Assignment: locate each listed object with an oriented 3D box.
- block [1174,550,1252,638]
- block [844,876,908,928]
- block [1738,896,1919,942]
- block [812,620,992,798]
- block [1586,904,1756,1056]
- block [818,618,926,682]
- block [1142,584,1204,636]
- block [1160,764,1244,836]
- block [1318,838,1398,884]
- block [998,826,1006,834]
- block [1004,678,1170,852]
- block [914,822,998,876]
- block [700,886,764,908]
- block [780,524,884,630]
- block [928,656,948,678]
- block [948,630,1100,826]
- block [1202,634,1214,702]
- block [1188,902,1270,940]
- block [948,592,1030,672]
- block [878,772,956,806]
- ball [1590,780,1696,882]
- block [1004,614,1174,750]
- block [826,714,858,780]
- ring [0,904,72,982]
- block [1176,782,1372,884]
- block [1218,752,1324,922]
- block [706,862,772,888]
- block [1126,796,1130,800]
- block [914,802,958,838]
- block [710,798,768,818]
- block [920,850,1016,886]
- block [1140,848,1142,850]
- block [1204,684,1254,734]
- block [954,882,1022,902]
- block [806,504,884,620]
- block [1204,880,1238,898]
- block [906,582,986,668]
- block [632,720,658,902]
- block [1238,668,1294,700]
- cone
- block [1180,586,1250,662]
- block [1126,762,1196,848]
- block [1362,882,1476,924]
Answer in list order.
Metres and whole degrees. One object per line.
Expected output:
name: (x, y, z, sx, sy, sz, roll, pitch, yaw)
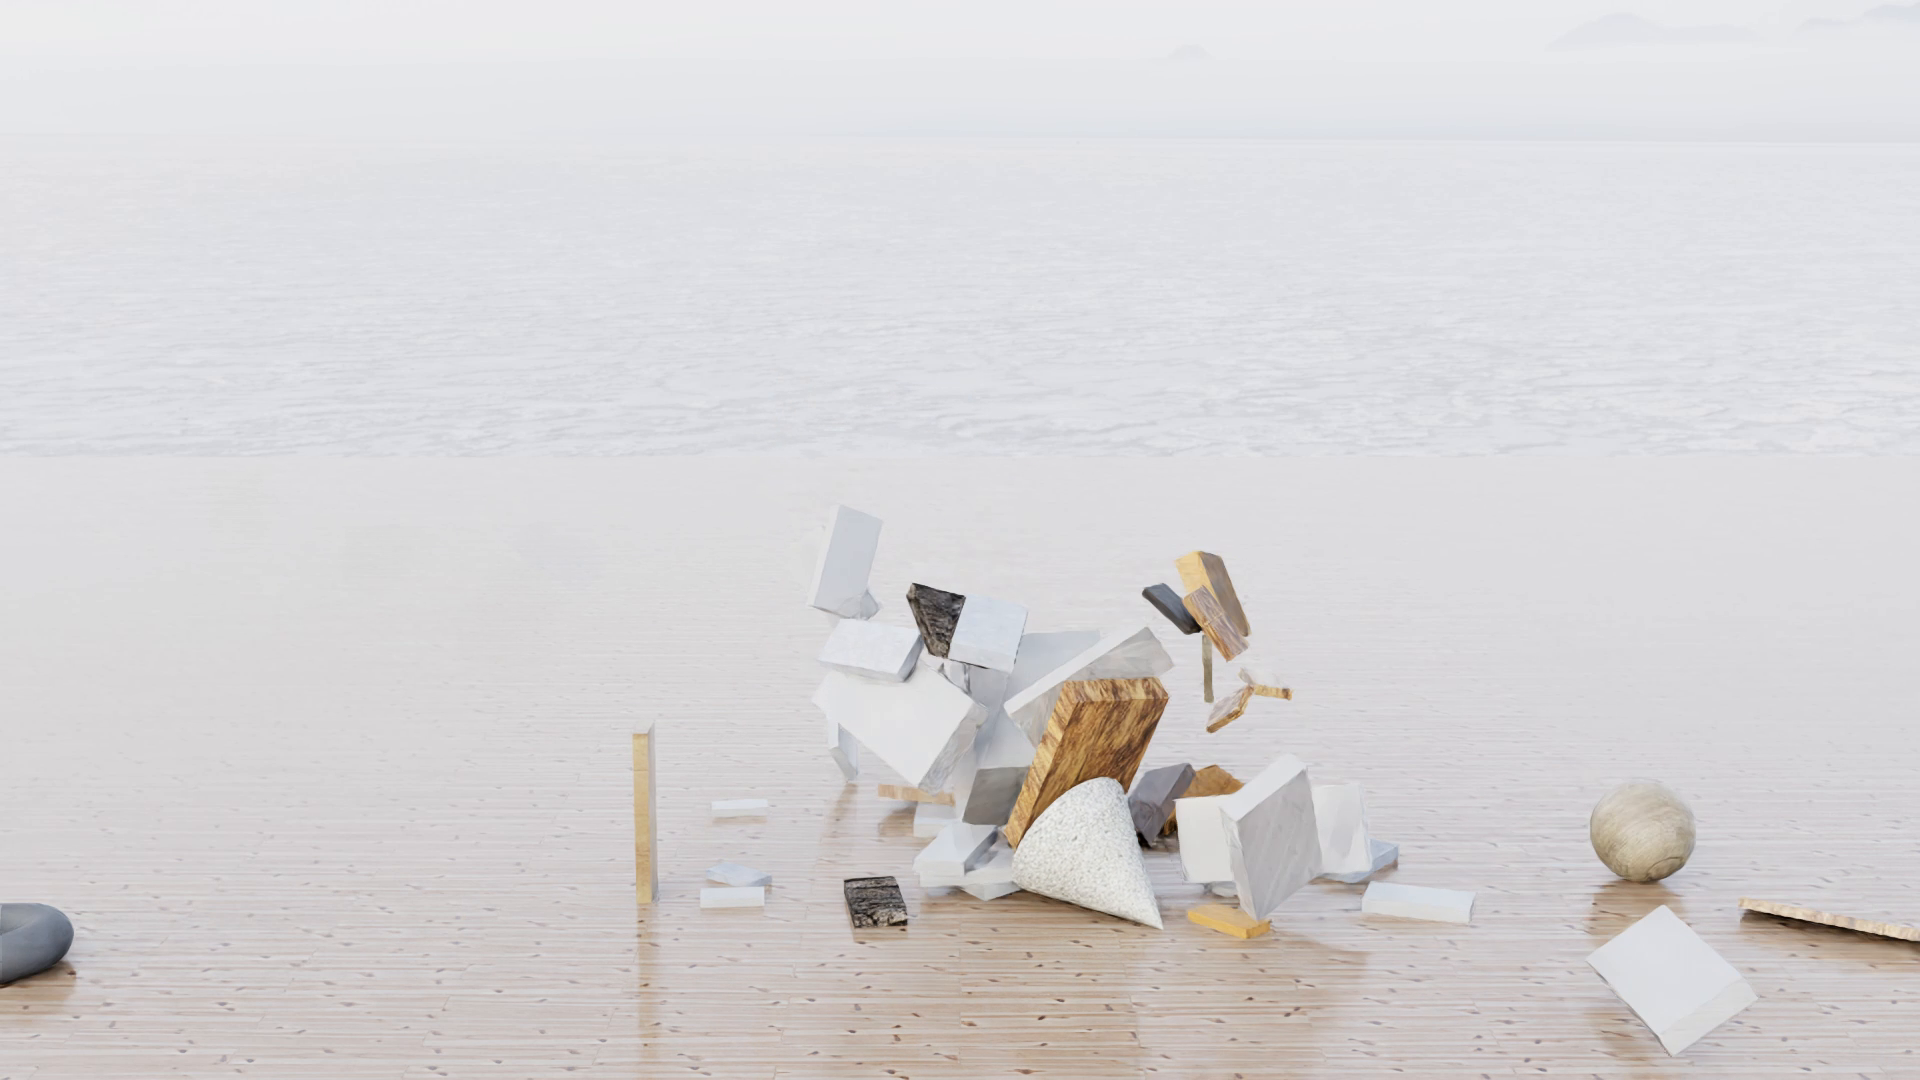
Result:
block: (0.499, 0.114, 4.310, 0.048, 0.171, 0.341, -23, -8, 12)
block: (-0.139, 0.591, 3.596, 0.085, 0.024, 0.171, -2, 11, -8)
block: (1.411, 0.606, 3.478, 0.337, 0.018, 0.063, 7, -7, 34)
block: (-0.105, 0.283, 3.756, 0.048, 0.171, 0.341, 34, -1, -42)
block: (1.002, 0.619, 3.112, 0.139, 0.039, 0.278, -36, 11, 3)
block: (-0.151, 0.189, 3.786, 0.184, 0.026, 0.092, 7, 56, 39)
block: (0.352, 0.113, 3.596, 0.054, 0.015, 0.107, -11, 46, -48)
block: (0.422, 0.476, 4.041, 0.196, 0.028, 0.098, -18, 31, -28)
block: (0.682, 0.552, 3.805, 0.085, 0.024, 0.170, 8, 13, 36)
block: (0.133, 0.522, 3.961, 0.085, 0.024, 0.169, -6, 12, -22)
block: (0.207, 0.374, 3.641, 0.171, 0.350, 0.048, -1, 41, -25)
block: (-0.005, 0.519, 3.697, 0.086, 0.024, 0.171, 1, 14, 20)
block: (-0.376, 0.590, 3.631, 0.104, 0.015, 0.052, -1, 11, -5)
block: (-0.229, 0.074, 3.929, 0.092, 0.184, 0.026, -37, -5, 9)
block: (-0.062, 0.307, 4.576, 0.024, 0.085, 0.170, 34, -15, 17)
block: (0.122, 0.338, 3.912, 0.253, 0.253, 0.253, -3, -30, -10)
block: (0.410, 0.213, 3.638, 0.015, 0.107, 0.054, -1, 43, 7)
block: (0.431, 0.609, 3.519, 0.060, 0.017, 0.120, -10, 14, -42)
block: (0.049, 0.153, 3.683, 0.108, 0.030, 0.215, 13, 22, 3)
block: (-0.054, 0.467, 4.124, 0.179, 0.025, 0.090, 4, 12, 23)
ball: (1.156, 0.492, 3.724, 0.173, 0.173, 0.173, 0, 11, 0)
block: (0.211, 0.237, 3.588, 0.268, 0.108, 0.030, -33, 37, 5)
block: (-0.233, 0.391, 4.357, 0.024, 0.085, 0.170, -24, 30, 10)
ring: (-1.467, 0.613, 3.350, 0.217, 0.072, 0.217, -1, 11, 0)
block: (0.514, 0.482, 3.613, 0.307, 0.139, 0.039, -7, -5, 20)
block: (0.477, 0.455, 3.352, 0.139, 0.278, 0.039, -35, 49, -16)
block: (-0.375, 0.570, 3.734, 0.104, 0.015, 0.052, 8, 13, 38)
block: (0.413, 0.503, 4.073, 0.363, 0.024, 0.085, 1, 11, 6)
block: (-0.035, 0.507, 4.047, 0.090, 0.025, 0.179, 1, 11, 3)
block: (-0.412, 0.501, 4.109, 0.104, 0.015, 0.052, -2, 11, -9)
block: (0.020, 0.547, 3.675, 0.171, 0.024, 0.085, -3, 13, 1)
block: (0.275, 0.522, 3.955, 0.085, 0.024, 0.169, 0, 9, -2)
block: (0.453, 0.284, 3.700, 0.015, 0.054, 0.107, 34, -33, -9)
block: (0.094, 0.559, 3.721, 0.196, 0.028, 0.098, -12, 15, -32)
block: (-0.201, 0.039, 3.858, 0.092, 0.184, 0.026, 21, -14, -30)
block: (0.474, 0.572, 3.700, 0.120, 0.017, 0.060, -11, 13, -35)
block: (-0.018, 0.145, 3.763, 0.108, 0.030, 0.215, 15, 21, -19)
block: (-0.521, 0.448, 3.640, 0.024, 0.289, 0.085, 0, 11, 0)
block: (0.518, 0.243, 3.726, 0.063, 0.018, 0.125, 9, 9, -8)
cone: (0.253, 0.554, 3.569, 0.239, 0.239, 0.239, -10, 41, -42)
block: (0.415, 0.135, 3.566, 0.018, 0.125, 0.063, -42, -10, 33)
block: (0.330, 0.469, 3.857, 0.098, 0.028, 0.196, -18, 22, 43)
block: (0.750, 0.592, 3.593, 0.170, 0.024, 0.085, 4, 11, 19)
